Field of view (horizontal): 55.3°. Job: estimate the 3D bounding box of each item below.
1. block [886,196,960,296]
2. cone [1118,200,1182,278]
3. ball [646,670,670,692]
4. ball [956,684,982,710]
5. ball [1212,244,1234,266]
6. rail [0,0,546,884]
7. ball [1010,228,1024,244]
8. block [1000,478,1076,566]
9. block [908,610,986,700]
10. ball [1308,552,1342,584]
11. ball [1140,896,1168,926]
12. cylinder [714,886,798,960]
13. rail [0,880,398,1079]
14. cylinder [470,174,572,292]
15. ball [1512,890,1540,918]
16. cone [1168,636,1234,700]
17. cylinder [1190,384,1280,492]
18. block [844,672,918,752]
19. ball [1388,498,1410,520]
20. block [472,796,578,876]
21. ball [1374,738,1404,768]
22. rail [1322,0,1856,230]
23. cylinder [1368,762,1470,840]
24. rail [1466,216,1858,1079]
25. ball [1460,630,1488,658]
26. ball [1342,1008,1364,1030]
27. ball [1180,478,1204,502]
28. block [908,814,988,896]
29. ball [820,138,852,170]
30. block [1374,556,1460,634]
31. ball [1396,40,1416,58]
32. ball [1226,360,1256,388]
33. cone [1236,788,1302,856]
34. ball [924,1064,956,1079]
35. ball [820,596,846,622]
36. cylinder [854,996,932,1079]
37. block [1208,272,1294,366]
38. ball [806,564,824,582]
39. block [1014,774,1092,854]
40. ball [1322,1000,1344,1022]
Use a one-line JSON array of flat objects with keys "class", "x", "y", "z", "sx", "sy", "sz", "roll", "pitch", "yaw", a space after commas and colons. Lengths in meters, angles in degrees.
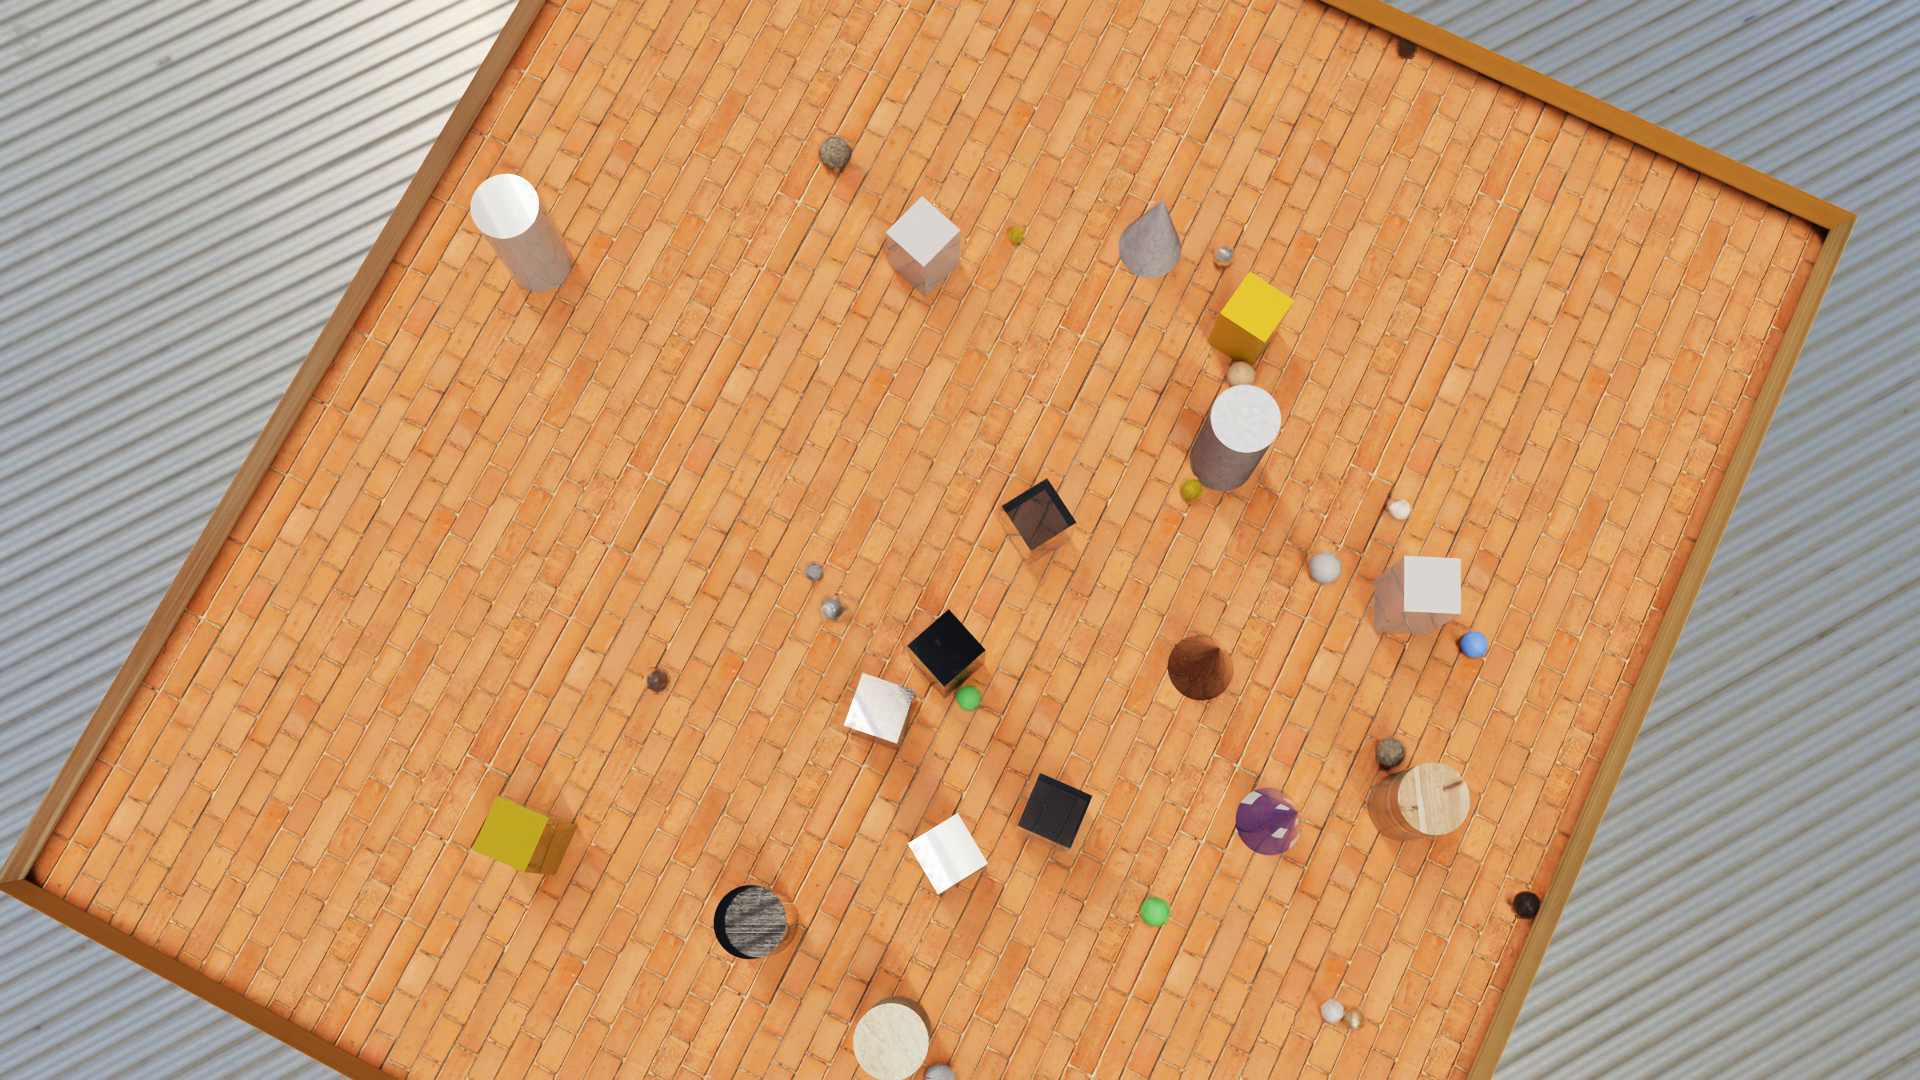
[{"class": "block", "x": -0.111, "y": -0.903, "z": 5.661, "sx": 0.160, "sy": 0.278, "sz": 0.160, "roll": 43, "pitch": 81, "yaw": 8}, {"class": "cone", "x": 0.601, "y": -0.966, "z": 5.613, "sx": 0.200, "sy": 0.398, "sz": 0.200, "roll": 0, "pitch": 78, "yaw": 0}, {"class": "ball", "x": -0.907, "y": 0.423, "z": 5.494, "sx": 0.069, "sy": 0.069, "sz": 0.069, "roll": 0, "pitch": 78, "yaw": 0}, {"class": "ball", "x": 0.028, "y": 0.471, "z": 5.480, "sx": 0.076, "sy": 0.076, "sz": 0.076, "roll": 0, "pitch": 78, "yaw": 0}, {"class": "ball", "x": 0.828, "y": -0.895, "z": 5.768, "sx": 0.066, "sy": 0.066, "sz": 0.066, "roll": 0, "pitch": 78, "yaw": 0}, {"class": "rail", "x": -1.803, "y": -0.876, "z": 5.731, "sx": 0.045, "sy": 0.130, "sz": 4.327, "roll": 26, "pitch": 80, "yaw": 5}, {"class": "ball", "x": 0.179, "y": -0.960, "z": 5.791, "sx": 0.048, "sy": 0.048, "sz": 0.048, "roll": 0, "pitch": 78, "yaw": 0}, {"class": "block", "x": 0.232, "y": -0.051, "z": 5.503, "sx": 0.160, "sy": 0.244, "sz": 0.160, "roll": -32, "pitch": 80, "yaw": -6}, {"class": "block", "x": -0.039, "y": 0.339, "z": 5.394, "sx": 0.160, "sy": 0.299, "sz": 0.160, "roll": -41, "pitch": 81, "yaw": -8}, {"class": "ball", "x": 1.105, "y": 0.082, "z": 5.550, "sx": 0.097, "sy": 0.097, "sz": 0.097, "roll": 0, "pitch": 78, "yaw": 0}, {"class": "ball", "x": 0.568, "y": 1.084, "z": 5.349, "sx": 0.084, "sy": 0.084, "sz": 0.084, "roll": 0, "pitch": 78, "yaw": 0}, {"class": "cylinder", "x": -0.574, "y": 1.083, "z": 5.195, "sx": 0.200, "sy": 0.387, "sz": 0.200, "roll": 0, "pitch": 78, "yaw": 0}, {"class": "rail", "x": -0.957, "y": 1.881, "z": 5.160, "sx": 4.079, "sy": 0.130, "sz": 0.045, "roll": 26, "pitch": 80, "yaw": 5}, {"class": "cylinder", "x": -1.328, "y": -0.926, "z": 5.571, "sx": 0.200, "sy": 0.466, "sz": 0.200, "roll": 0, "pitch": 78, "yaw": 0}, {"class": "ball", "x": 1.655, "y": 1.065, "z": 5.356, "sx": 0.079, "sy": 0.079, "sz": 0.079, "roll": 0, "pitch": 78, "yaw": 0}, {"class": "cone", "x": 0.727, "y": 0.344, "z": 5.335, "sx": 0.200, "sy": 0.412, "sz": 0.200, "roll": 0, "pitch": 78, "yaw": 0}, {"class": "cylinder", "x": 0.811, "y": -0.296, "z": 5.432, "sx": 0.200, "sy": 0.481, "sz": 0.200, "roll": 0, "pitch": 78, "yaw": 0}, {"class": "block", "x": -0.230, "y": 0.507, "z": 5.380, "sx": 0.160, "sy": 0.258, "sz": 0.160, "roll": 18, "pitch": 79, "yaw": 4}, {"class": "ball", "x": 1.345, "y": -0.093, "z": 5.603, "sx": 0.065, "sy": 0.065, "sz": 0.065, "roll": 0, "pitch": 78, "yaw": 0}, {"class": "block", "x": -1.239, "y": 0.849, "z": 5.242, "sx": 0.160, "sy": 0.390, "sz": 0.160, "roll": 22, "pitch": 79, "yaw": 4}, {"class": "ball", "x": 1.276, "y": 0.632, "z": 5.442, "sx": 0.087, "sy": 0.087, "sz": 0.087, "roll": 0, "pitch": 78, "yaw": 0}, {"class": "rail", "x": 0.957, "y": -1.867, "z": 5.936, "sx": 4.079, "sy": 0.130, "sz": 0.045, "roll": 26, "pitch": 80, "yaw": 5}, {"class": "cylinder", "x": 1.313, "y": 0.756, "z": 5.263, "sx": 0.200, "sy": 0.386, "sz": 0.200, "roll": 0, "pitch": 78, "yaw": 0}, {"class": "rail", "x": 1.803, "y": 0.890, "z": 5.365, "sx": 0.045, "sy": 0.130, "sz": 4.327, "roll": 26, "pitch": 80, "yaw": 5}, {"class": "ball", "x": 1.546, "y": 0.313, "z": 5.510, "sx": 0.082, "sy": 0.082, "sz": 0.082, "roll": 0, "pitch": 78, "yaw": 0}, {"class": "ball", "x": 1.138, "y": 1.384, "z": 5.299, "sx": 0.062, "sy": 0.062, "sz": 0.062, "roll": 0, "pitch": 78, "yaw": 0}, {"class": "ball", "x": 0.712, "y": -0.152, "z": 5.613, "sx": 0.069, "sy": 0.069, "sz": 0.069, "roll": 0, "pitch": 78, "yaw": 0}, {"class": "block", "x": -0.033, "y": 0.901, "z": 5.227, "sx": 0.160, "sy": 0.397, "sz": 0.160, "roll": -31, "pitch": 80, "yaw": -6}, {"class": "ball", "x": -0.395, "y": -1.227, "z": 5.820, "sx": 0.100, "sy": 0.100, "sz": 0.100, "roll": 0, "pitch": 78, "yaw": 0}, {"class": "block", "x": 1.340, "y": 0.166, "z": 5.385, "sx": 0.160, "sy": 0.386, "sz": 0.160, "roll": 3, "pitch": 78, "yaw": 1}, {"class": "ball", "x": 1.440, "y": -1.585, "z": 5.915, "sx": 0.058, "sy": 0.058, "sz": 0.058, "roll": 0, "pitch": 78, "yaw": 0}, {"class": "ball", "x": 0.869, "y": -0.509, "z": 5.676, "sx": 0.091, "sy": 0.091, "sz": 0.091, "roll": 0, "pitch": 78, "yaw": 0}, {"class": "cone", "x": 0.918, "y": 0.787, "z": 5.210, "sx": 0.200, "sy": 0.476, "sz": 0.200, "roll": 0, "pitch": 78, "yaw": 0}, {"class": "ball", "x": -0.057, "y": 1.548, "z": 5.251, "sx": 0.088, "sy": 0.088, "sz": 0.088, "roll": 0, "pitch": 78, "yaw": 0}, {"class": "ball", "x": -0.383, "y": 0.207, "z": 5.533, "sx": 0.081, "sy": 0.081, "sz": 0.081, "roll": 0, "pitch": 78, "yaw": 0}, {"class": "cylinder", "x": -0.183, "y": 1.377, "z": 5.085, "sx": 0.200, "sy": 0.483, "sz": 0.200, "roll": 0, "pitch": 78, "yaw": 0}, {"class": "block", "x": 0.887, "y": -0.666, "z": 5.608, "sx": 0.160, "sy": 0.287, "sz": 0.160, "roll": 35, "pitch": 80, "yaw": 7}, {"class": "ball", "x": -0.442, "y": 0.098, "z": 5.569, "sx": 0.054, "sy": 0.054, "sz": 0.054, "roll": 0, "pitch": 78, "yaw": 0}, {"class": "block", "x": 0.264, "y": 0.789, "z": 5.269, "sx": 0.160, "sy": 0.361, "sz": 0.160, "roll": 23, "pitch": 79, "yaw": 5}, {"class": "ball", "x": 1.078, "y": 1.363, "z": 5.301, "sx": 0.065, "sy": 0.065, "sz": 0.065, "roll": 0, "pitch": 78, "yaw": 0}]
